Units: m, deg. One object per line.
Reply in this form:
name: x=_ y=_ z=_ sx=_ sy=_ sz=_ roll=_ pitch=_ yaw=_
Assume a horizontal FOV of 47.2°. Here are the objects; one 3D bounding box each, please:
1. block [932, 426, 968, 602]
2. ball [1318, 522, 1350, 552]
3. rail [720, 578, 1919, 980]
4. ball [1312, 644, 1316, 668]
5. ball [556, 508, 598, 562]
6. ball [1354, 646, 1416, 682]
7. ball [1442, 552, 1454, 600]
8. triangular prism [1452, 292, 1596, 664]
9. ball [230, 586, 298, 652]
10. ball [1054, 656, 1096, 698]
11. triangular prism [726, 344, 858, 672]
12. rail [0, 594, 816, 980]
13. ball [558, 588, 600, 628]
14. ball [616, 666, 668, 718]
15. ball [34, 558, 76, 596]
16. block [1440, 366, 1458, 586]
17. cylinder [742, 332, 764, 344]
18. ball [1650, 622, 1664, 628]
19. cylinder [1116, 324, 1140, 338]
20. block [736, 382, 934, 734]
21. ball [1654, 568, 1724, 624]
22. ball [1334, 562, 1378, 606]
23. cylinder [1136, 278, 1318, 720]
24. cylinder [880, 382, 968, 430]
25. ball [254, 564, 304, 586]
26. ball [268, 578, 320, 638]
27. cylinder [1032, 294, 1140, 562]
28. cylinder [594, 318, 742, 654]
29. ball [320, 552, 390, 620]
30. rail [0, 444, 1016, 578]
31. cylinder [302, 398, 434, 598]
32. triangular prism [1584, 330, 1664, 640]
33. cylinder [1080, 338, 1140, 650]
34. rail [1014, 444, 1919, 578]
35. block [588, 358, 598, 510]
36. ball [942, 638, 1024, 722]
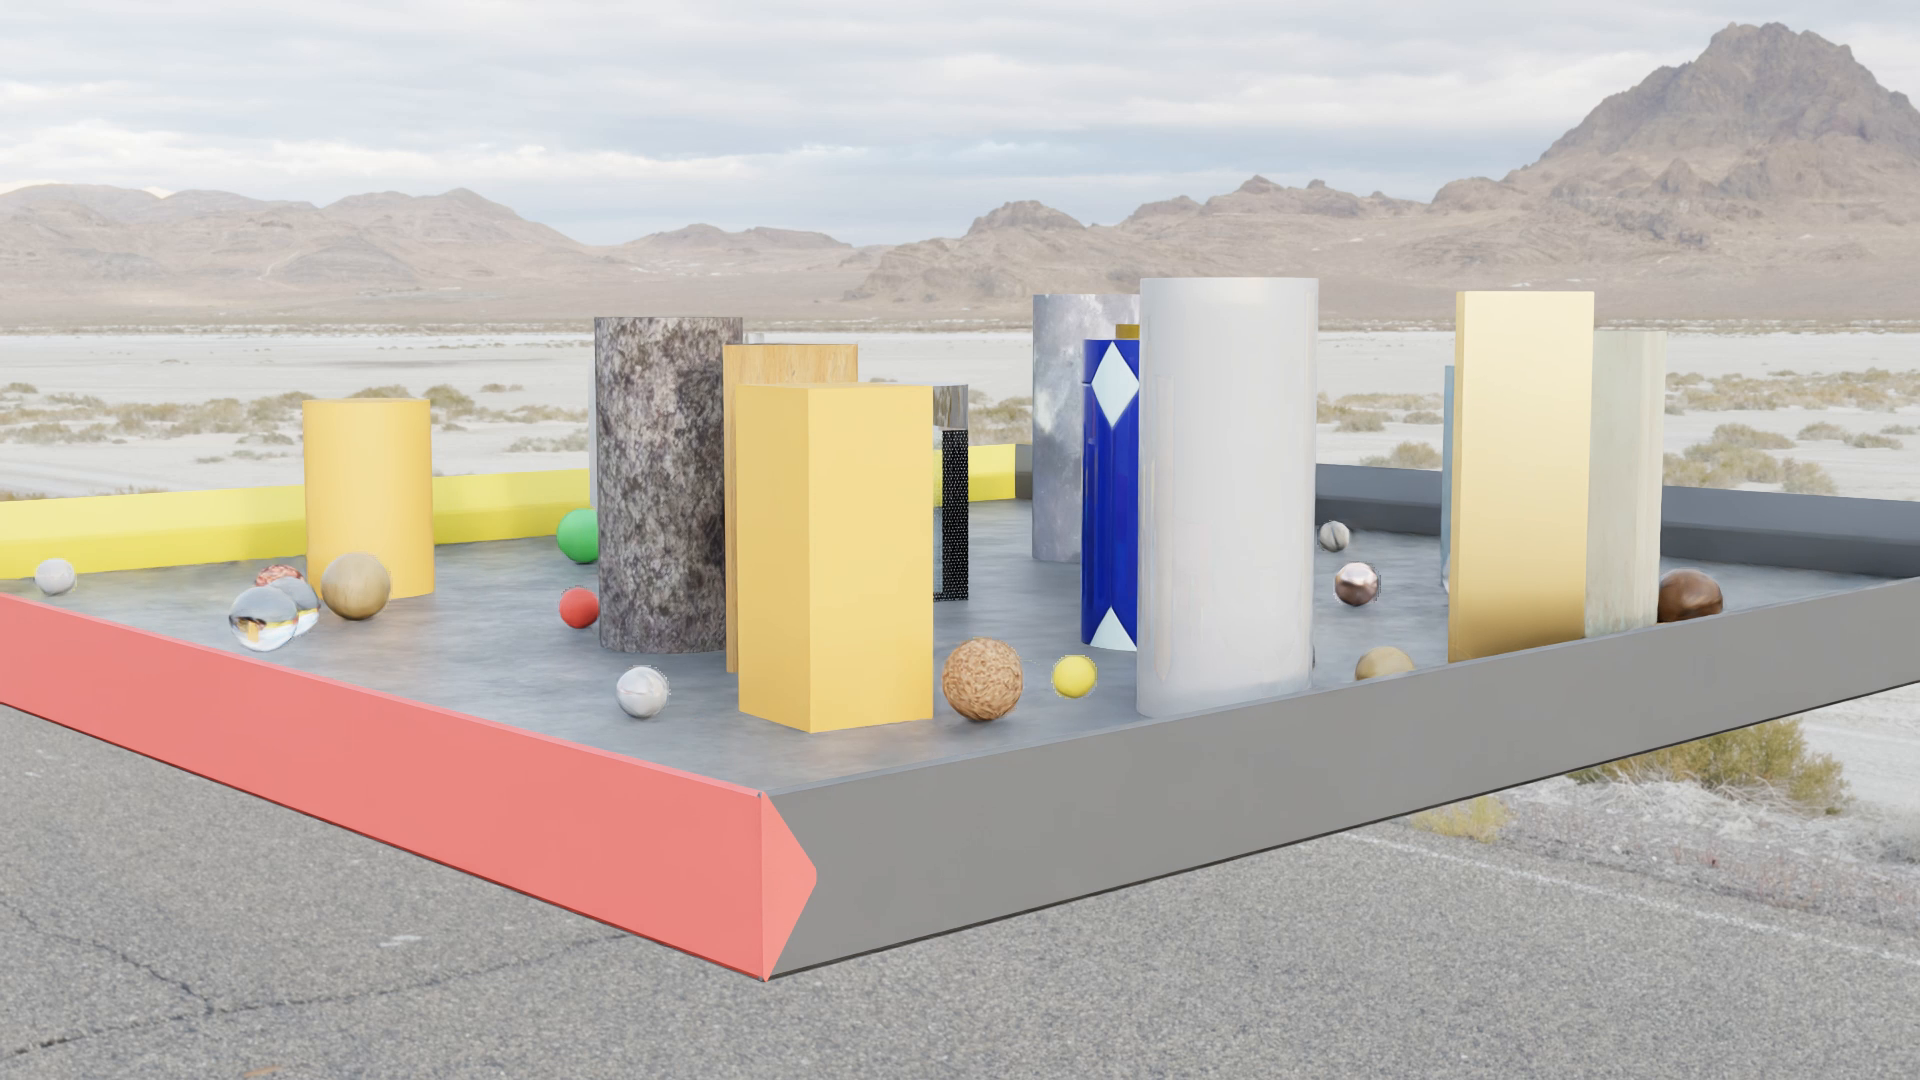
block: x=-0.090 y=-0.042 z=3.409 sx=0.156 sy=0.262 sz=0.156 roll=-3 pitch=7 yaw=-24
ball: x=0.689 y=-0.006 z=4.048 sx=0.057 sy=0.057 sz=0.057 roll=0 pitch=6 yaw=0
rail: x=0.866 y=0.131 z=2.399 sx=2.755 sy=0.126 sz=0.045 roll=-5 pitch=8 yaw=-42
ball: x=0.380 y=0.136 z=2.592 sx=0.078 sy=0.078 sz=0.078 roll=0 pitch=6 yaw=0
ball: x=-0.662 y=-0.008 z=3.876 sx=0.097 sy=0.097 sz=0.097 roll=0 pitch=6 yaw=0
ball: x=0.479 y=0.153 z=2.477 sx=0.068 sy=0.068 sz=0.068 roll=0 pitch=6 yaw=0
ball: x=0.772 y=0.053 z=3.304 sx=0.094 sy=0.094 sz=0.094 roll=0 pitch=6 yaw=0
triangular prism: x=0.619 y=-0.055 z=2.564 sx=0.169 sy=0.464 sz=0.146 roll=-2 pitch=6 yaw=-15
ball: x=-0.908 y=0.103 z=2.868 sx=0.086 sy=0.086 sz=0.086 roll=0 pitch=6 yaw=0
ball: x=0.131 y=0.158 z=2.527 sx=0.048 sy=0.048 sz=0.048 roll=0 pitch=6 yaw=0
triangular prism: x=-0.231 y=-0.047 z=2.782 sx=0.169 sy=0.401 sz=0.146 roll=-2 pitch=6 yaw=-21
rail: x=-0.995 y=0.129 z=2.419 sx=0.045 sy=0.126 sz=2.601 roll=-5 pitch=8 yaw=-42
ball: x=-0.533 y=0.095 z=3.080 sx=0.057 sy=0.057 sz=0.057 roll=0 pitch=6 yaw=0
ball: x=-0.348 y=0.167 z=2.403 sx=0.056 sy=0.056 sz=0.056 roll=0 pitch=6 yaw=0
ball: x=-1.411 y=0.057 z=3.430 sx=0.059 sy=0.059 sz=0.059 roll=0 pitch=6 yaw=0
block: x=0.881 y=-0.099 z=3.504 sx=0.156 sy=0.356 sz=0.156 roll=-4 pitch=7 yaw=-32
cylinder: x=-0.414 y=-0.133 z=3.586 sx=0.195 sy=0.406 sz=0.195 roll=0 pitch=6 yaw=0
ball: x=0.901 y=0.129 z=2.821 sx=0.045 sy=0.045 sz=0.045 roll=0 pitch=6 yaw=0
cylinder: x=0.344 y=-0.133 z=3.512 sx=0.195 sy=0.421 sz=0.195 roll=0 pitch=6 yaw=0
block: x=-0.138 y=0.012 z=2.408 sx=0.156 sy=0.363 sz=0.156 roll=-4 pitch=7 yaw=-34
ball: x=0.981 y=0.086 z=2.974 sx=0.097 sy=0.097 sz=0.097 roll=0 pitch=6 yaw=0
ball: x=0.597 y=0.066 z=3.311 sx=0.066 sy=0.066 sz=0.066 roll=0 pitch=6 yaw=0
cylinder: x=0.294 y=-0.048 z=2.430 sx=0.195 sy=0.478 sz=0.195 roll=0 pitch=6 yaw=0
cylinder: x=-0.082 y=-0.099 z=3.668 sx=0.195 sy=0.321 sz=0.195 roll=0 pitch=6 yaw=0
ball: x=-0.998 y=0.072 z=3.229 sx=0.073 sy=0.073 sz=0.073 roll=0 pitch=6 yaw=0
ball: x=-0.913 y=0.092 z=2.991 sx=0.082 sy=0.082 sz=0.082 roll=0 pitch=6 yaw=0
cylinder: x=0.228 y=-0.204 z=3.949 sx=0.195 sy=0.471 sz=0.195 roll=0 pitch=6 yaw=0
cylinder: x=-0.385 y=-0.078 z=2.927 sx=0.195 sy=0.434 sz=0.195 roll=0 pitch=6 yaw=0
ball: x=-0.868 y=0.067 z=3.159 sx=0.097 sy=0.097 sz=0.097 roll=0 pitch=6 yaw=0
rail: x=-0.866 y=-0.065 z=4.265 sx=2.755 sy=0.126 sz=0.045 roll=-5 pitch=8 yaw=-42
cylinder: x=-0.931 y=-0.068 z=3.464 sx=0.195 sy=0.303 sz=0.195 roll=0 pitch=6 yaw=0
triangular prism: x=0.876 y=-0.066 z=2.899 sx=0.146 sy=0.416 sz=0.169 roll=-4 pitch=7 yaw=-35
cylinder: x=0.260 y=-0.066 z=2.947 sx=0.195 sy=0.405 sz=0.195 roll=0 pitch=6 yaw=0
rail: x=0.995 y=-0.063 z=4.245 sx=0.045 sy=0.126 sz=2.601 roll=-5 pitch=8 yaw=-42
block: x=-0.576 y=-0.158 z=4.053 sx=0.156 sy=0.357 sz=0.156 roll=2 pitch=6 yaw=20
ball: x=0.025 y=0.152 z=2.386 sx=0.089 sy=0.089 sz=0.089 roll=0 pitch=6 yaw=0
